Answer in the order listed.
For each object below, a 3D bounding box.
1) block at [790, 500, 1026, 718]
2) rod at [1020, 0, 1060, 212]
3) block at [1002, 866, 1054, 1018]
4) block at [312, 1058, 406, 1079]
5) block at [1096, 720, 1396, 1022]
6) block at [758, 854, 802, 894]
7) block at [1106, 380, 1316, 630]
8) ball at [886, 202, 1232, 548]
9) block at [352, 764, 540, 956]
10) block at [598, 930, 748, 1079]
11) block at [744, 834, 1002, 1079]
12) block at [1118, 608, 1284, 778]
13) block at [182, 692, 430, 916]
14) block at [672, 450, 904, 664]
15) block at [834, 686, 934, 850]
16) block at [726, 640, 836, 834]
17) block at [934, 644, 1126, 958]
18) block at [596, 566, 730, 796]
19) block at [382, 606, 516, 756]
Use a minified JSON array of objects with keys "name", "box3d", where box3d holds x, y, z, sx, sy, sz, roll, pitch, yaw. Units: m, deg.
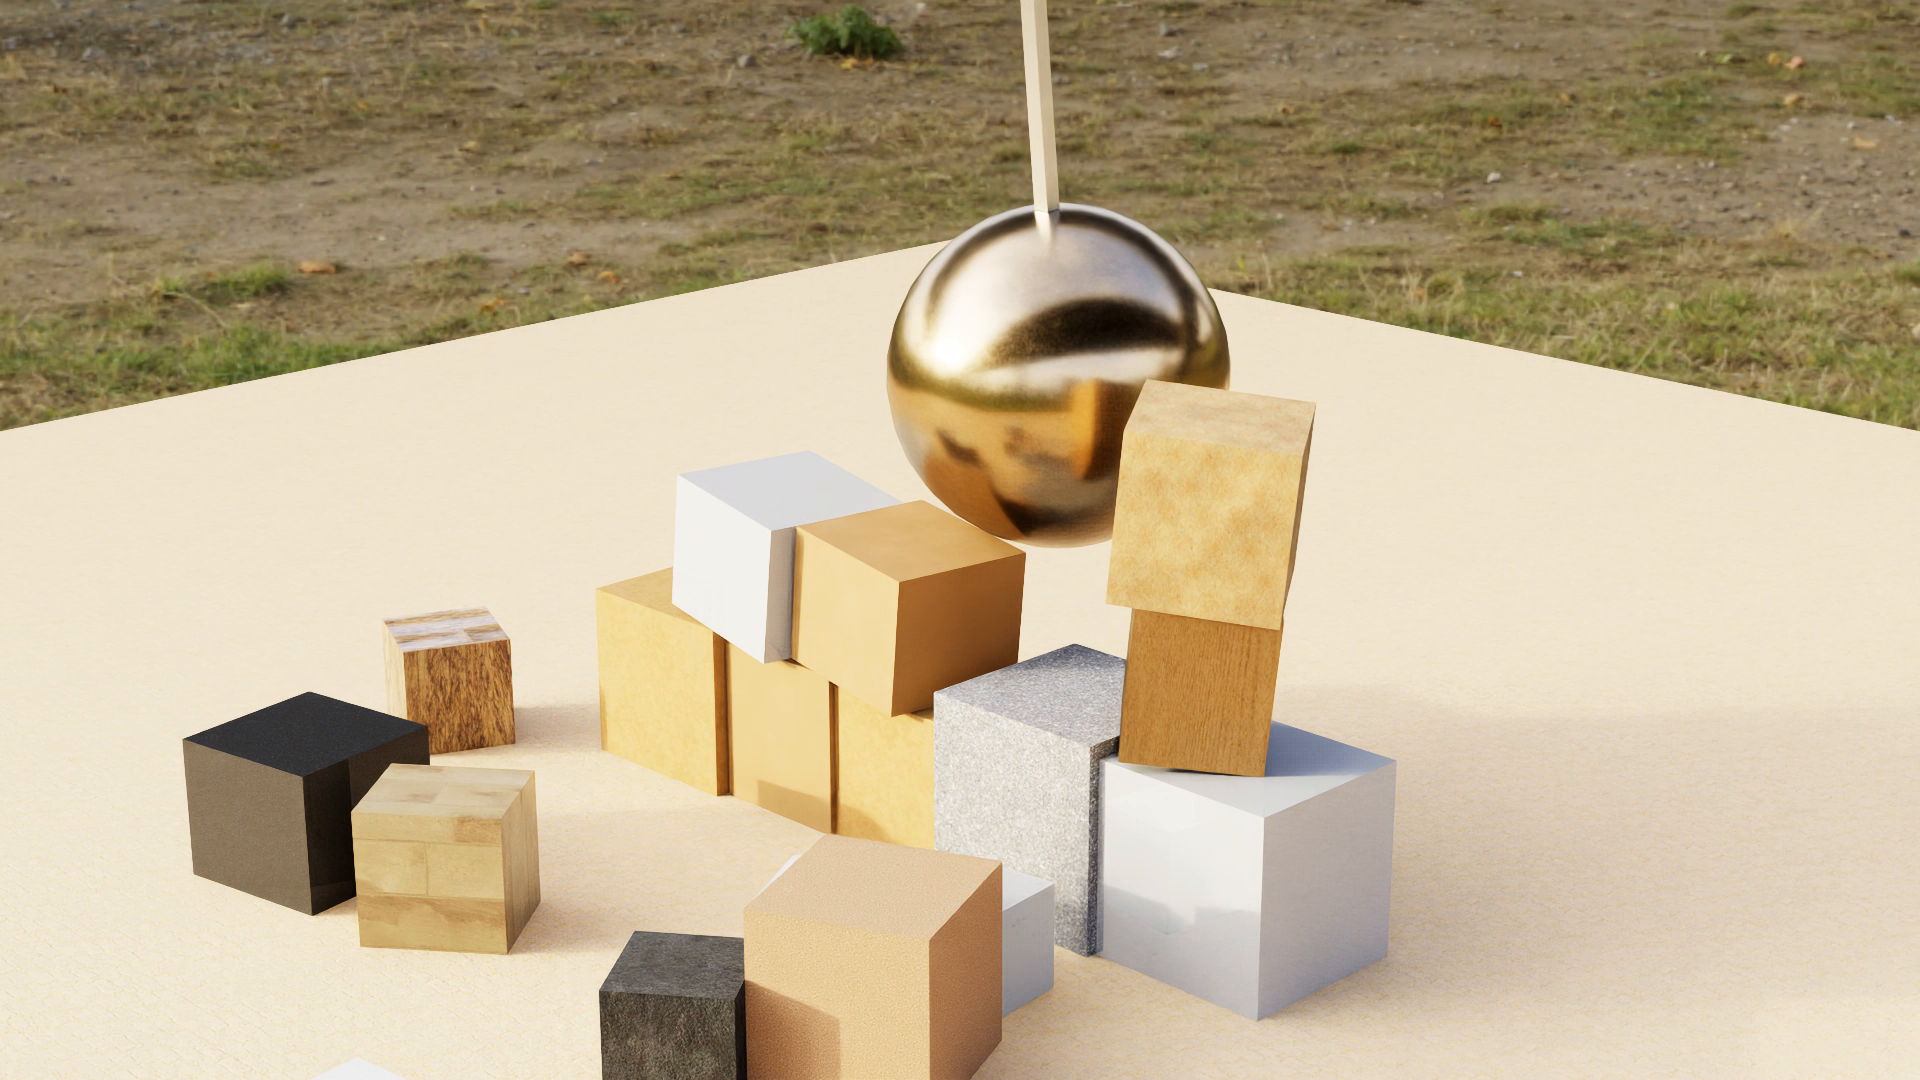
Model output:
[{"name":"block","box3d":[-0.247,0.305,13.639,0.735,0.663,0.786,-13,27,-37]},{"name":"rod","box3d":[0.198,-3.908,12.321,0.080,5.200,0.080,17,30,42]},{"name":"block","box3d":[0.063,1.674,12.219,0.450,0.480,0.501,13,22,36]},{"name":"block","box3d":[-2.032,2.305,9.862,0.809,0.688,0.750,14,22,37]},{"name":"block","box3d":[1.216,1.360,12.511,0.881,0.903,0.896,-17,24,-42]},{"name":"block","box3d":[-0.577,1.636,12.427,0.419,0.427,0.430,5,18,17]},{"name":"block","box3d":[1.037,-0.155,12.073,0.715,0.754,0.677,8,22,9]},{"name":"ball","box3d":[0.456,-0.760,13.581,1.600,1.600,1.600,0,17,0]},{"name":"block","box3d":[-2.243,1.393,12.856,0.655,0.633,0.562,2,18,7]},{"name":"block","box3d":[-1.079,1.890,11.501,0.531,0.497,0.543,3,18,8]},{"name":"block","box3d":[-0.330,1.720,11.554,0.766,0.790,0.788,7,19,20]},{"name":"block","box3d":[1.012,0.516,12.359,0.607,0.704,0.625,6,22,2]},{"name":"block","box3d":[-2.977,1.193,13.439,0.788,0.666,0.764,12,21,34]},{"name":"block","box3d":[-0.834,0.069,14.164,0.773,0.676,0.813,-12,27,-36]},{"name":"block","box3d":[-0.055,1.050,13.752,0.696,0.751,0.802,-17,24,-42]},{"name":"block","box3d":[-0.610,0.864,14.255,0.733,0.804,0.737,-17,24,-42]},{"name":"block","box3d":[0.539,1.138,13.099,0.931,0.974,0.918,17,24,42]},{"name":"block","box3d":[-1.192,0.655,14.824,0.895,0.861,0.905,-17,24,-42]},{"name":"block","box3d":[-2.636,0.724,15.100,0.545,0.565,0.572,-7,19,-20]}]
